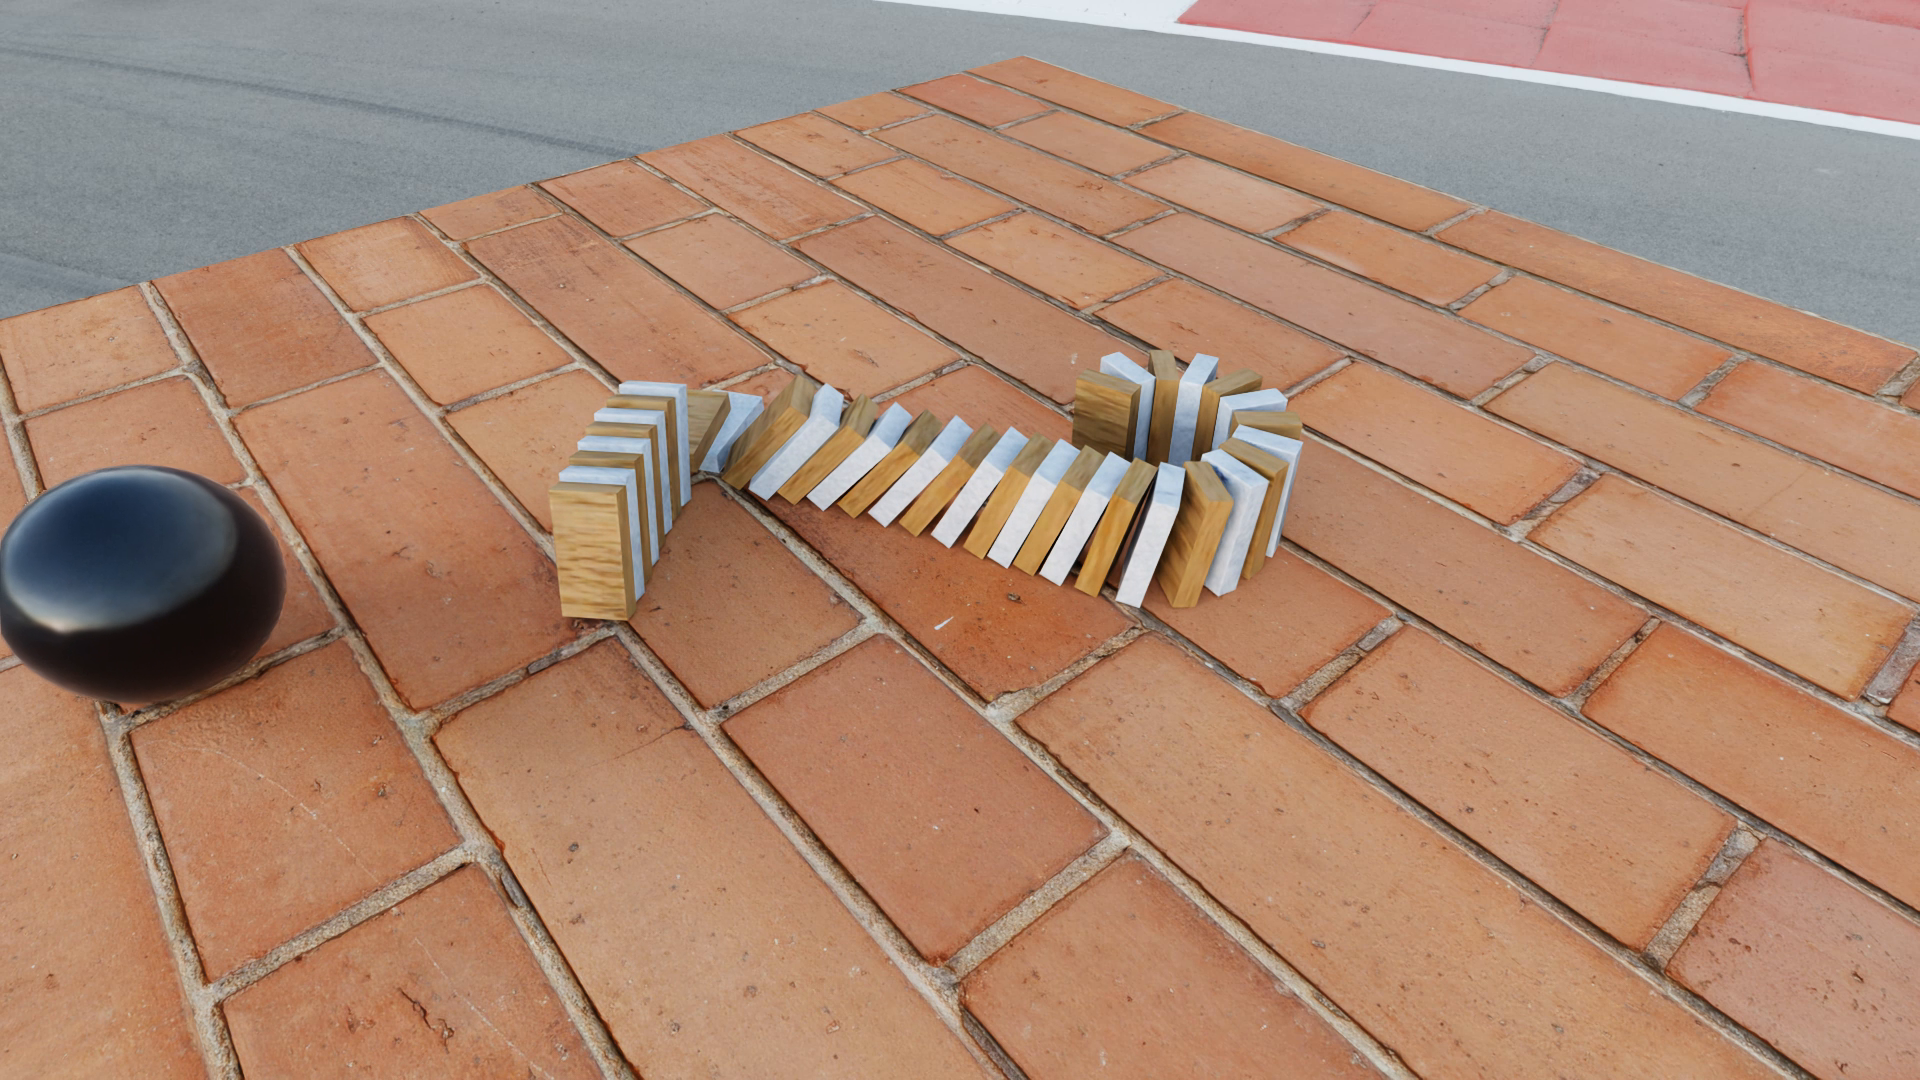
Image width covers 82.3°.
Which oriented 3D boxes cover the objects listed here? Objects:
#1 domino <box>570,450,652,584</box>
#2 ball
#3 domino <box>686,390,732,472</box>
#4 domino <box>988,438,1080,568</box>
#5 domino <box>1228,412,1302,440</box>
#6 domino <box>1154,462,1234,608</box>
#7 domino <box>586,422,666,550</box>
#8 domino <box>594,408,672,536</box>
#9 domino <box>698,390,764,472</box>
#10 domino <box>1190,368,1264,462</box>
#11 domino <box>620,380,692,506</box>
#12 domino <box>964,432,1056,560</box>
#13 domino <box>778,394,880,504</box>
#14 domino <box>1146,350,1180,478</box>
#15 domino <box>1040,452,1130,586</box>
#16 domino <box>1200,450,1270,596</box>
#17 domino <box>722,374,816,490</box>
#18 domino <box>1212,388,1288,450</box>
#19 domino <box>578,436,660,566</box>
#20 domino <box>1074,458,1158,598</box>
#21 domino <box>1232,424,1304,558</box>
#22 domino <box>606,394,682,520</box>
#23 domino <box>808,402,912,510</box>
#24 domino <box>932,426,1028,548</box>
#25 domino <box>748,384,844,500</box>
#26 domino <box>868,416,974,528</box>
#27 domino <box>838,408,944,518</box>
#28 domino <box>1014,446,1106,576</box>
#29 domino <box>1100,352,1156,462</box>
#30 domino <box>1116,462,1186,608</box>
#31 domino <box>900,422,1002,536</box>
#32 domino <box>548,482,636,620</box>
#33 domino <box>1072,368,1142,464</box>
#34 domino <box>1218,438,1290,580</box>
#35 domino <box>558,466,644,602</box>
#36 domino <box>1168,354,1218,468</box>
[{"bbox_3d":[-0.133,-0.008,0.421,0.025,0.050,0.010,4,21,4],"label":"domino"},{"bbox_3d":[-0.273,0.015,0.370,0.080,0.080,0.080,0,39,0],"label":"ball"},{"bbox_3d":[-0.122,-0.049,0.489,0.025,0.010,0.050,5,40,6],"label":"domino"},{"bbox_3d":[0.029,-0.014,0.428,0.010,0.050,0.025,33,46,5],"label":"domino"},{"bbox_3d":[0.120,-0.028,0.446,0.025,0.050,0.009,1,39,1],"label":"domino"},{"bbox_3d":[0.086,-0.002,0.413,0.009,0.050,0.025,-1,39,-14],"label":"domino"},{"bbox_3d":[-0.132,-0.021,0.437,0.025,0.050,0.010,4,21,4],"label":"domino"},{"bbox_3d":[-0.132,-0.027,0.445,0.025,0.050,0.009,4,21,4],"label":"domino"},{"bbox_3d":[-0.112,-0.051,0.505,0.025,0.010,0.050,10,40,12],"label":"domino"},{"bbox_3d":[0.112,-0.046,0.468,0.025,0.050,0.009,-24,45,-26],"label":"domino"},{"bbox_3d":[-0.127,-0.040,0.461,0.025,0.050,0.009,5,20,5],"label":"domino"},{"bbox_3d":[0.019,-0.017,0.432,0.010,0.050,0.025,34,46,4],"label":"domino"},{"bbox_3d":[-0.056,-0.038,0.463,0.009,0.050,0.025,39,36,-19],"label":"domino"},{"bbox_3d":[0.086,-0.054,0.478,0.010,0.050,0.025,1,39,1],"label":"domino"},{"bbox_3d":[0.048,-0.008,0.420,0.009,0.050,0.025,31,46,7],"label":"domino"},{"bbox_3d":[0.099,-0.006,0.419,0.009,0.050,0.025,-17,42,-30],"label":"domino"},{"bbox_3d":[-0.082,-0.046,0.473,0.010,0.050,0.025,35,32,-25],"label":"domino"},{"bbox_3d":[0.118,-0.037,0.457,0.025,0.050,0.010,-11,41,-13],"label":"domino"},{"bbox_3d":[-0.133,-0.015,0.429,0.025,0.050,0.009,4,21,4],"label":"domino"},{"bbox_3d":[0.059,-0.004,0.416,0.010,0.050,0.025,27,45,10],"label":"domino"},{"bbox_3d":[0.117,-0.019,0.434,0.025,0.050,0.010,19,42,22],"label":"domino"},{"bbox_3d":[-0.130,-0.034,0.453,0.025,0.050,0.010,4,20,5],"label":"domino"},{"bbox_3d":[-0.042,-0.034,0.458,0.010,0.050,0.025,42,41,-14],"label":"domino"},{"bbox_3d":[0.008,-0.020,0.437,0.010,0.050,0.025,37,46,1],"label":"domino"},{"bbox_3d":[-0.070,-0.042,0.467,0.010,0.050,0.025,35,31,-25],"label":"domino"},{"bbox_3d":[-0.016,-0.028,0.448,0.009,0.050,0.025,41,44,-7],"label":"domino"},{"bbox_3d":[-0.029,-0.031,0.453,0.010,0.050,0.025,42,43,-10],"label":"domino"},{"bbox_3d":[0.038,-0.011,0.425,0.009,0.050,0.025,32,46,6],"label":"domino"},{"bbox_3d":[0.070,-0.053,0.476,0.010,0.050,0.025,-21,44,-23],"label":"domino"},{"bbox_3d":[0.071,-0.002,0.413,0.010,0.050,0.025,17,41,4],"label":"domino"},{"bbox_3d":[-0.004,-0.024,0.443,0.010,0.050,0.025,41,46,-3],"label":"domino"},{"bbox_3d":[-0.135,0.004,0.406,0.025,0.050,0.009,4,21,4],"label":"domino"},{"bbox_3d":[0.061,-0.046,0.467,0.025,0.050,0.010,22,44,25],"label":"domino"},{"bbox_3d":[0.109,-0.012,0.426,0.025,0.050,0.009,32,46,33],"label":"domino"},{"bbox_3d":[-0.134,-0.002,0.414,0.025,0.050,0.009,4,21,4],"label":"domino"},{"bbox_3d":[0.100,-0.052,0.475,0.010,0.050,0.025,17,42,20],"label":"domino"}]
